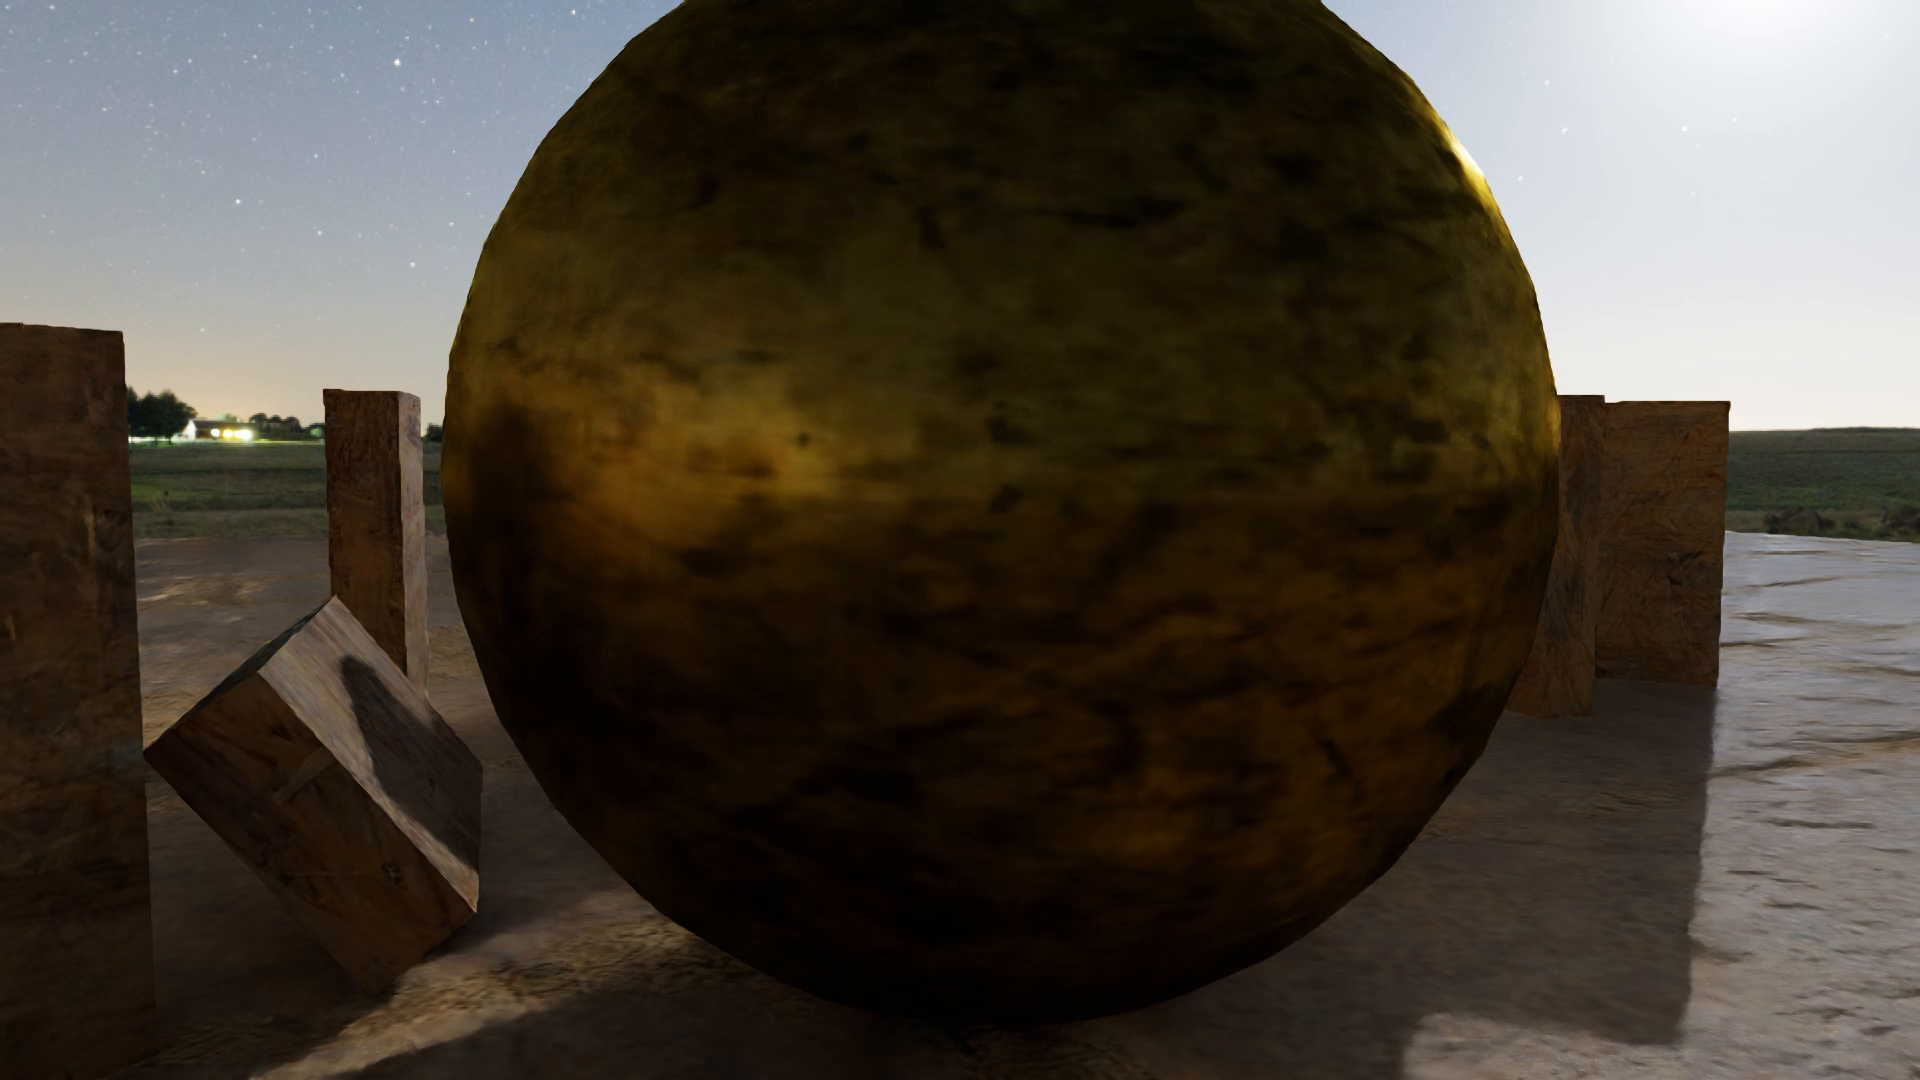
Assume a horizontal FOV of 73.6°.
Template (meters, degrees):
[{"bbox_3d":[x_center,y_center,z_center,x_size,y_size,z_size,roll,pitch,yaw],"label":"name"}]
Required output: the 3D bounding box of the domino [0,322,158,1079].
[{"bbox_3d":[-0.066,0.012,0.079,0.009,0.050,0.025,2,5,26],"label":"domino"}]

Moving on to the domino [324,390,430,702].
[{"bbox_3d":[-0.087,0.003,0.193,0.009,0.050,0.025,-1,4,-16],"label":"domino"}]

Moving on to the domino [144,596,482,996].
[{"bbox_3d":[-0.057,0.021,0.120,0.009,0.025,0.050,-38,15,-13],"label":"domino"}]

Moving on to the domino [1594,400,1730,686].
[{"bbox_3d":[0.124,0.000,0.233,0.025,0.050,0.009,2,5,26],"label":"domino"}]

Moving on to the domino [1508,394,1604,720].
[{"bbox_3d":[0.091,0.002,0.210,0.010,0.050,0.025,-1,4,-16],"label":"domino"}]

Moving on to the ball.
[{"bbox_3d":[0.003,-0.005,0.100,0.080,0.080,0.080,0,4,0],"label":"ball"}]
